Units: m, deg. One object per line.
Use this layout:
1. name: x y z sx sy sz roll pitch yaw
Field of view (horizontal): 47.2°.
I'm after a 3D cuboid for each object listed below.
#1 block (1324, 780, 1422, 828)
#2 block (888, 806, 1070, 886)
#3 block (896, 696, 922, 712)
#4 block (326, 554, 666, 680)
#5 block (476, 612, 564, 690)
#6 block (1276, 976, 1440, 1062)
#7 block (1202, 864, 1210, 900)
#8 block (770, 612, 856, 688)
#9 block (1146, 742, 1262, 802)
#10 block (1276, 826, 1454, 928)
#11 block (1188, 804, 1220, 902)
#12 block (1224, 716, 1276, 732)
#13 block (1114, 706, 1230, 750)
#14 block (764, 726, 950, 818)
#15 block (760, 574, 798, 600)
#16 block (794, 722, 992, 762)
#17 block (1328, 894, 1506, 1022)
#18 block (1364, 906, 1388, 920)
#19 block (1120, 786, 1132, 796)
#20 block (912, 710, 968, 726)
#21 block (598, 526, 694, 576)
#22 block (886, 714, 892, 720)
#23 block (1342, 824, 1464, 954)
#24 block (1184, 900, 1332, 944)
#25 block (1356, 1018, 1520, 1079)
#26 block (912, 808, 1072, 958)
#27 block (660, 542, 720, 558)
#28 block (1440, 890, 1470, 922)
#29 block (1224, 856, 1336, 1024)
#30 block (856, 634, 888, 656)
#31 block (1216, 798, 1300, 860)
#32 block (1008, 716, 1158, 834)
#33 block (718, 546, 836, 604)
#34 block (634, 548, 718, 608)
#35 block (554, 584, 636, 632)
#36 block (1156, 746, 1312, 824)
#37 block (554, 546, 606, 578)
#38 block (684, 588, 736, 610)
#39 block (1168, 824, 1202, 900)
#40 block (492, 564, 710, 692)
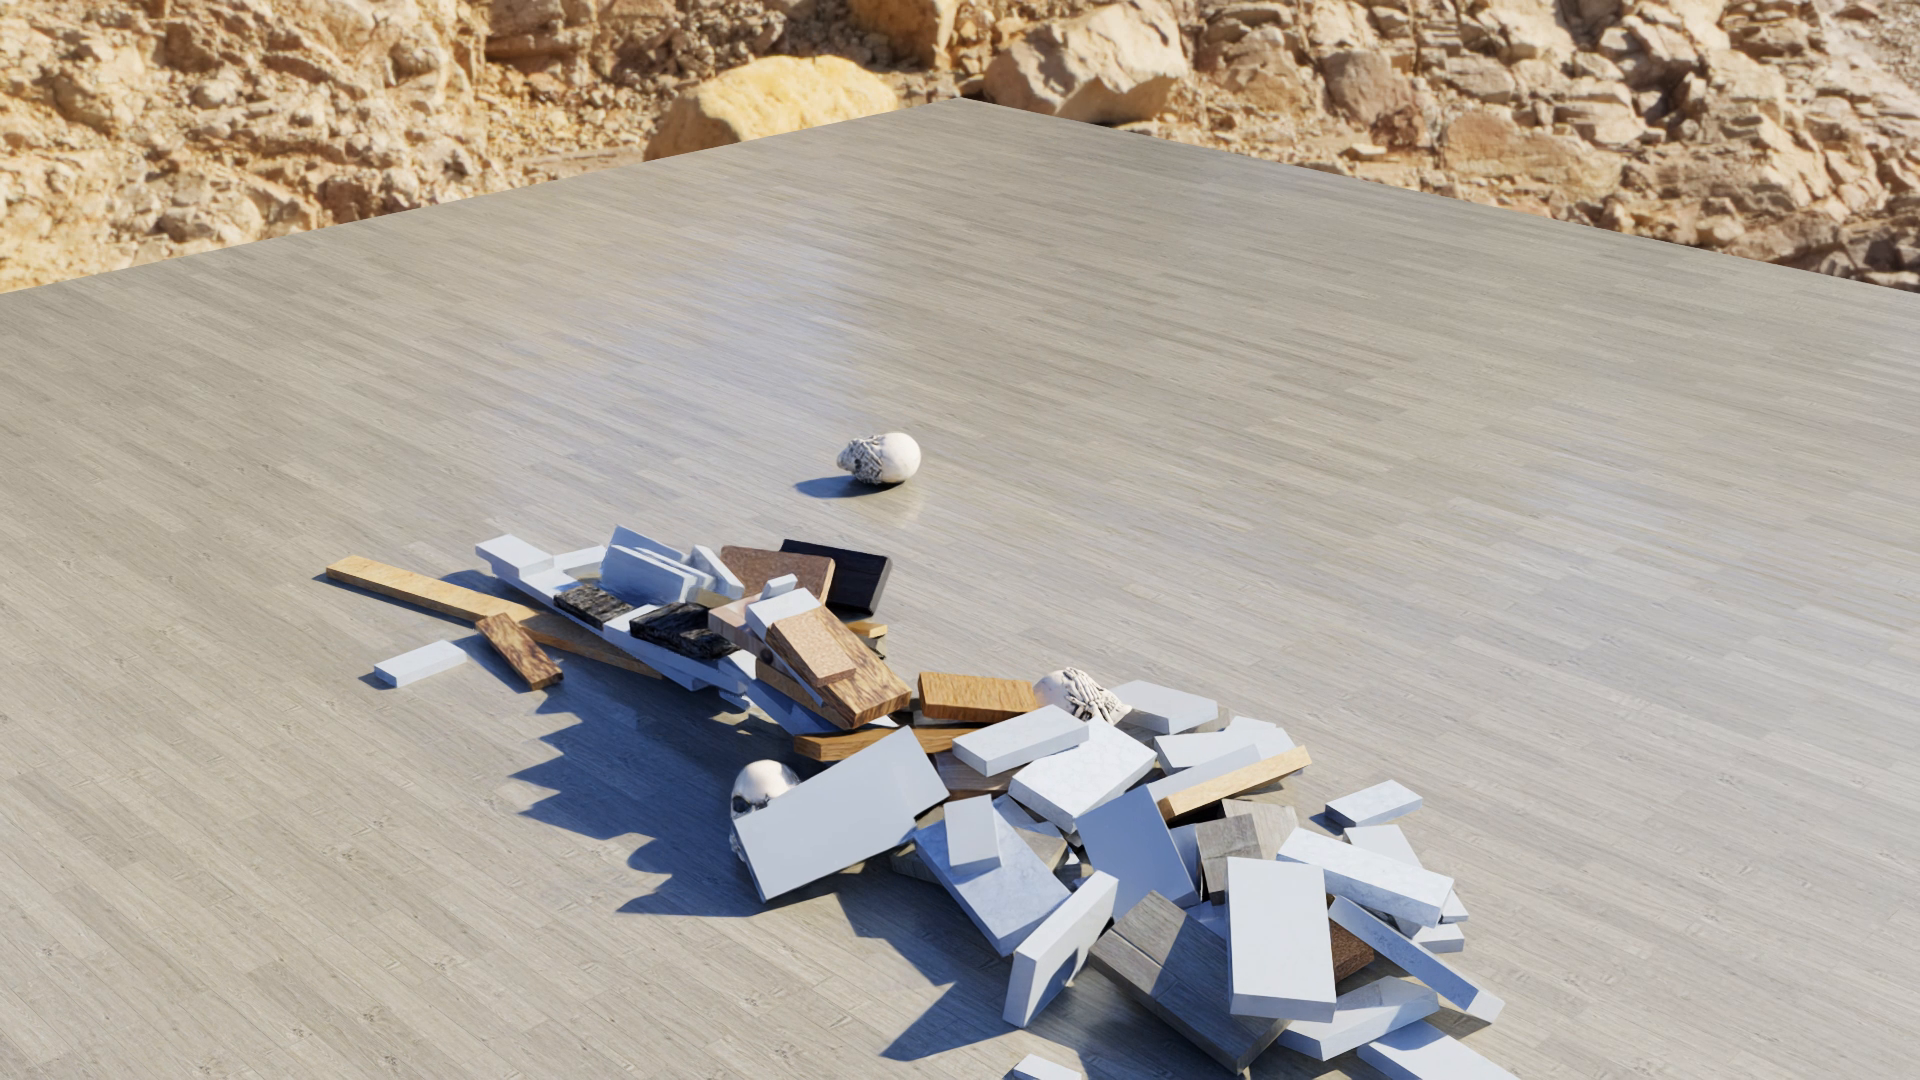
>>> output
1. block: 0.839 0.539 4.457 0.181 0.026 0.090 -14 27 -30
2. block: 0.036 0.604 4.206 0.311 0.044 0.155 10 38 33
3. block: -0.089 0.355 4.789 0.092 0.026 0.184 -7 -3 -16
4. block: -1.113 0.178 5.307 1.084 0.026 0.093 14 27 30
5. block: -1.022 0.256 5.095 0.076 0.022 0.337 -21 33 -27
6. block: 0.675 0.811 3.740 0.253 0.036 0.126 -15 9 -27
7. block: 0.535 0.654 4.107 0.145 0.041 0.290 0 27 -21
8. block: -0.298 0.222 4.473 0.092 0.026 0.184 -15 46 -33
9. block: 0.449 0.481 4.382 0.281 0.040 0.140 -18 -10 -24
10. block: 0.730 0.609 3.977 0.301 0.043 0.150 17 17 18
11. block: 0.477 0.620 4.260 0.107 0.030 0.392 6 24 13
12. block: 0.603 0.434 4.705 0.090 0.026 0.181 11 25 24
13. block: 0.436 0.405 4.724 0.267 0.038 0.134 -17 17 -34
14. block: -0.200 0.507 4.270 0.323 0.162 0.046 -28 -11 -20
15. block: -0.397 0.127 4.696 0.066 0.132 0.019 -17 59 -35
16. block: -0.068 0.405 4.483 0.544 0.034 0.119 -1 5 -30
17. block: 0.791 0.727 3.821 0.301 0.043 0.150 33 1 36
18. block: 0.726 0.708 3.996 0.101 0.014 0.050 -46 34 -3
19. block: 0.278 0.522 4.492 0.107 0.030 0.213 8 24 17
20. block: 0.009 0.369 4.702 0.119 0.034 0.239 -6 -3 -30
21. block: -0.778 0.064 5.439 0.265 0.133 0.038 21 -1 41
22. block: -0.196 0.389 4.759 0.019 0.066 0.132 -19 30 -38
23. block: 0.819 0.646 4.080 0.108 0.031 0.348 -3 29 -10
24. block: 0.469 0.710 3.904 0.338 0.048 0.169 -20 30 -11
25. block: 1.026 0.994 3.372 0.126 0.036 1.006 -17 28 -34
26. block: 0.063 0.622 4.082 0.162 0.046 0.362 -24 34 -16
27. block: -0.636 0.073 5.538 0.357 0.040 0.142 8 24 18
28. block: 0.884 0.660 4.012 0.050 0.014 0.101 0 28 -14
29. block: 0.545 0.681 3.772 0.169 0.048 0.338 5 33 1
30. block: -0.215 0.239 5.052 0.076 0.022 0.152 15 -8 9
31. block: 0.583 0.592 4.158 0.145 0.041 0.290 7 25 -7
32. block: 0.249 0.470 4.431 0.155 0.044 0.310 31 35 24
33. block: -0.459 0.099 5.369 0.284 0.040 0.142 6 63 16
34. block: -0.705 0.119 5.306 0.265 0.133 0.038 20 7 39
35. block: -0.863 0.159 5.209 0.101 0.029 0.202 -20 30 -39
36. block: 0.520 0.495 4.359 0.361 0.040 0.140 -15 -15 -33
37. block: -0.976 0.060 5.585 0.186 0.026 0.093 -14 27 -29
38. block: -0.428 0.190 4.998 0.387 0.035 0.125 21 -7 -17
39. block: 0.396 0.631 4.108 0.108 0.031 0.216 -16 37 18
40. block: -0.845 0.184 5.223 0.101 0.029 0.869 -19 29 -37
